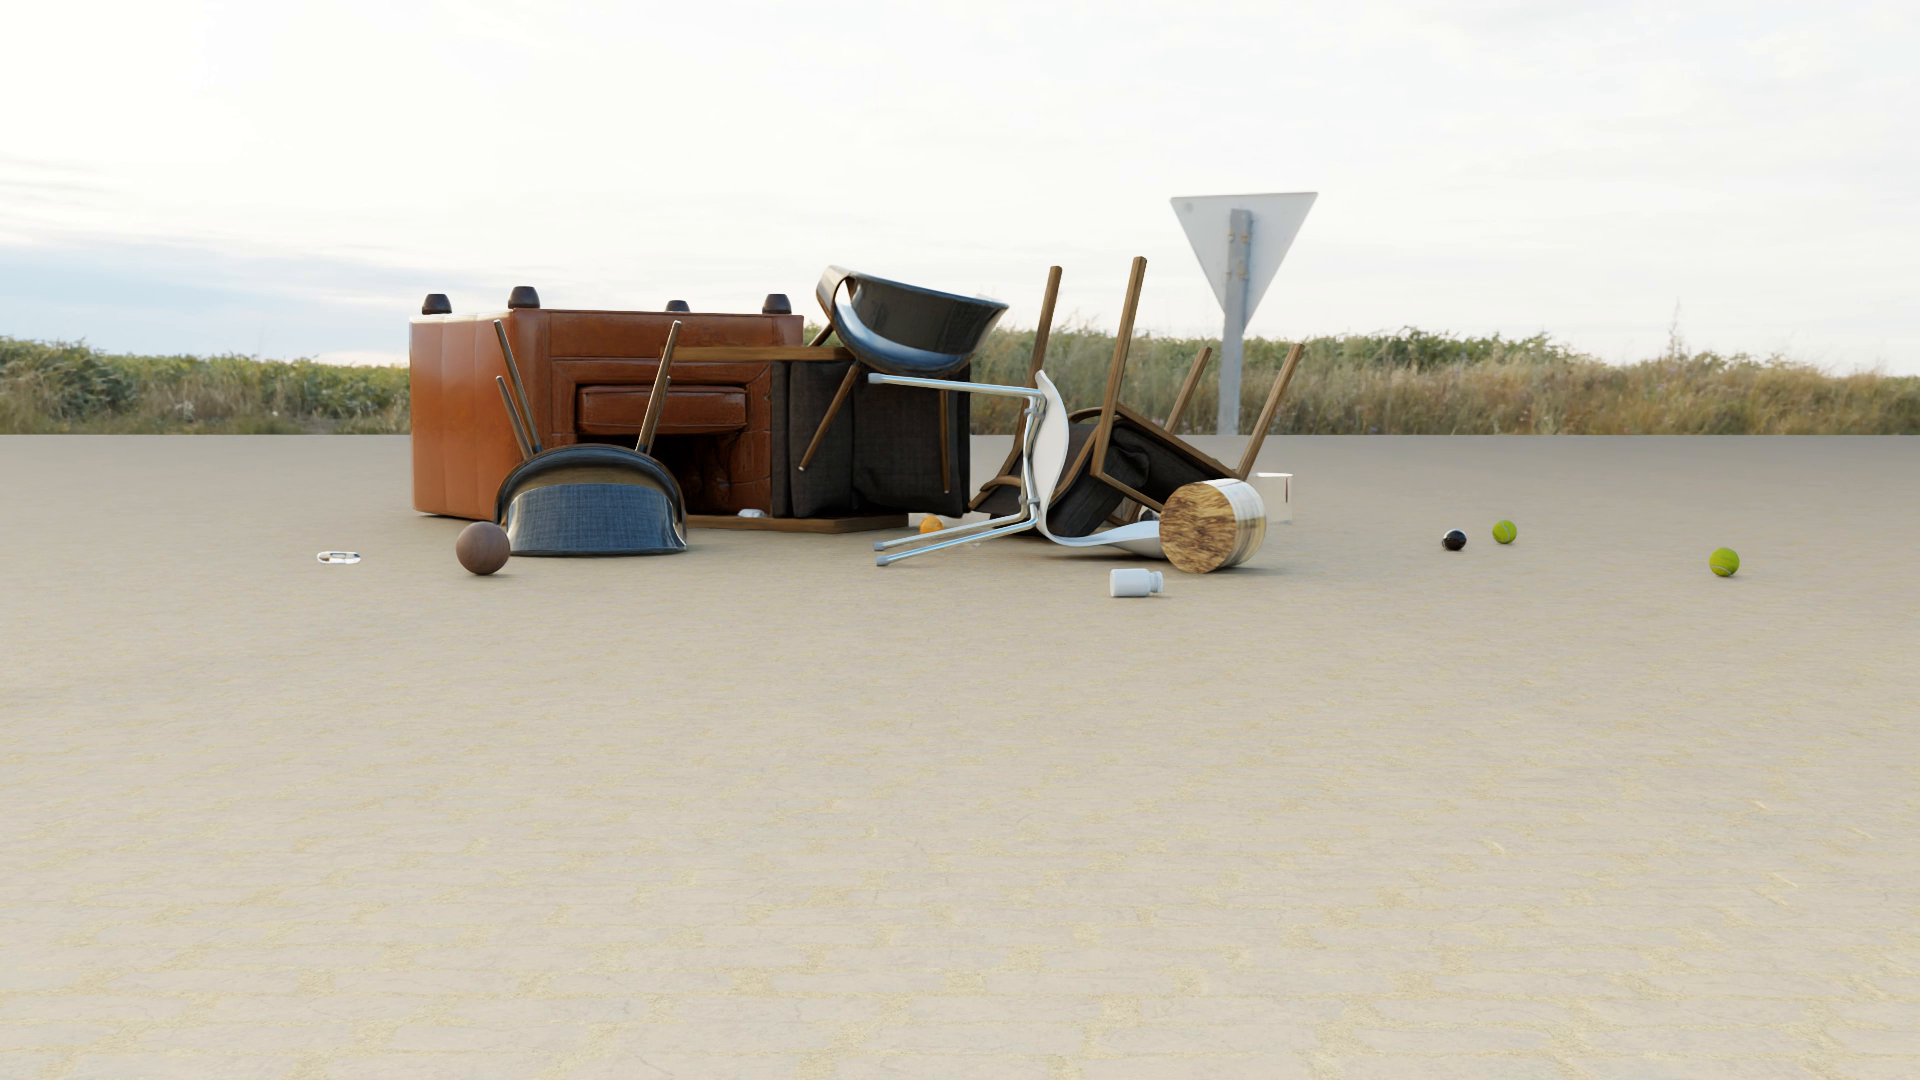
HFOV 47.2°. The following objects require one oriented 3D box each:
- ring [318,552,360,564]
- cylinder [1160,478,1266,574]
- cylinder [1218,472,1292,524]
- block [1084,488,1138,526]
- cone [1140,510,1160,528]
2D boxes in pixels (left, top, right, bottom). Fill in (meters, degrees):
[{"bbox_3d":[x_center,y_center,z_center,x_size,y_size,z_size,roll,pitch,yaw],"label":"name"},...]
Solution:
[{"bbox_3d":[-1.606,0.046,5.685,0.111,0.027,0.049,1,2,1],"label":"ring"},{"bbox_3d":[0.629,-0.037,5.461,0.197,0.224,0.249,9,7,24],"label":"cylinder"},{"bbox_3d":[1.003,-0.143,7.465,0.244,0.159,0.294,-1,4,-8],"label":"cylinder"},{"bbox_3d":[0.498,-0.106,7.237,0.157,0.117,0.134,0,4,-6],"label":"block"},{"bbox_3d":[0.650,-0.057,7.164,0.103,0.061,0.085,16,-3,-23],"label":"cone"}]
